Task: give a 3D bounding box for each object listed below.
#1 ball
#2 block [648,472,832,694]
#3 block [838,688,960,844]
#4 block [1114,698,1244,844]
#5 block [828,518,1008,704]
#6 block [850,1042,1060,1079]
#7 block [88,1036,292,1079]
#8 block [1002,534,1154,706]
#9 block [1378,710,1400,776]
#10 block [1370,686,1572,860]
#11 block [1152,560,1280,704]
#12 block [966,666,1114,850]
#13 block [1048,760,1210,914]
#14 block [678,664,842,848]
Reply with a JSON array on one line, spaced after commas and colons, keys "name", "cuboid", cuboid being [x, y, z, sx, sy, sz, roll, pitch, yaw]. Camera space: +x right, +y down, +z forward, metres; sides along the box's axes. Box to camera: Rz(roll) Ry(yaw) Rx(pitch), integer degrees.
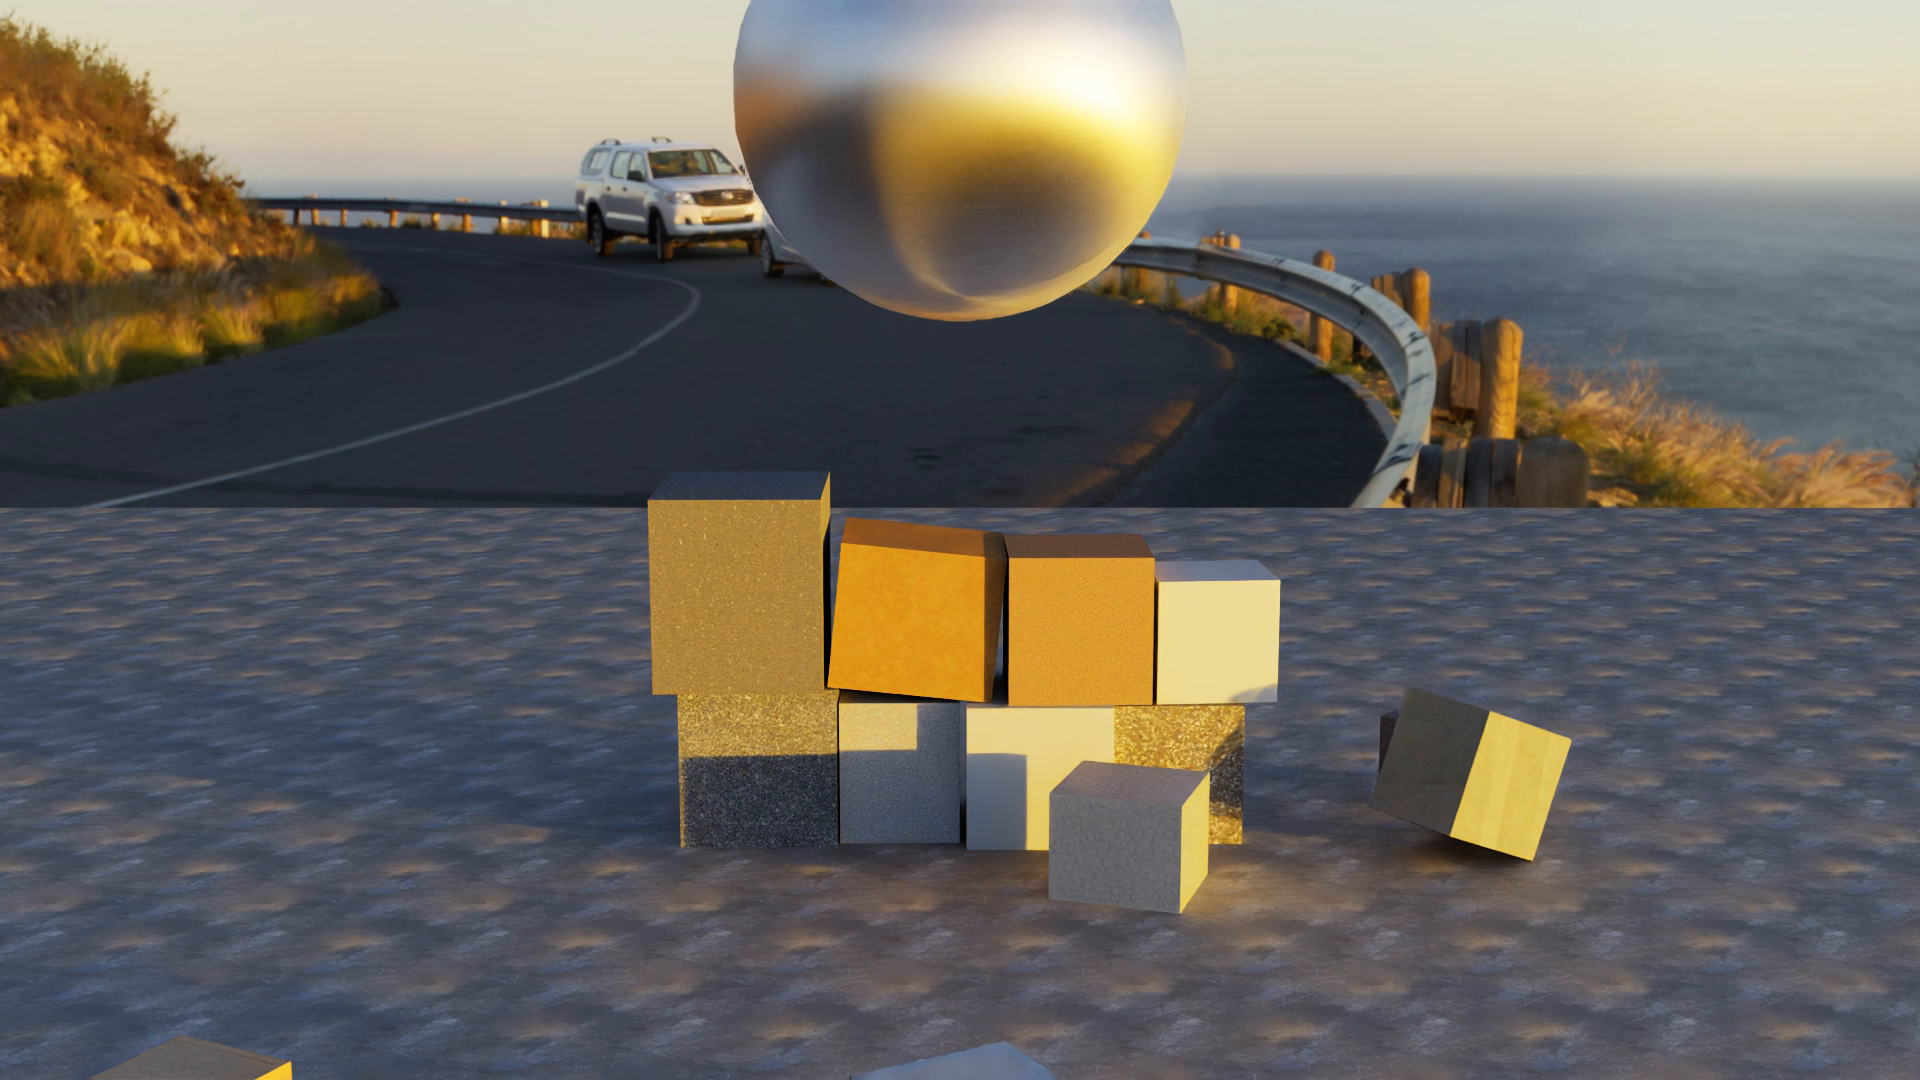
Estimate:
[{"name": "ball", "cuboid": [0.000, -1.573, 7.739, 1.600, 1.600, 1.600, 0, 10, 0]}, {"name": "block", "cuboid": [-1.101, 0.200, 11.216, 0.837, 0.972, 0.931, 0, 10, -1]}, {"name": "block", "cuboid": [-0.304, 1.114, 11.400, 0.604, 0.729, 0.690, 0, 10, 0]}, {"name": "block", "cuboid": [1.097, 1.122, 11.389, 0.653, 0.718, 0.689, 0, 10, 0]}, {"name": "block", "cuboid": [-0.219, 0.347, 11.288, 0.822, 0.735, 0.753, 6, 10, -2]}, {"name": "block", "cuboid": [0.054, 2.011, 6.913, 0.573, 0.570, 0.631, -6, 12, -28]}, {"name": "block", "cuboid": [-2.525, 1.990, 7.142, 0.485, 0.528, 0.508, 5, 12, 26]}, {"name": "block", "cuboid": [0.592, 0.397, 11.211, 0.717, 0.746, 0.662, 0, 10, -1]}, {"name": "block", "cuboid": [2.563, 1.165, 11.892, 0.425, 0.452, 0.420, 9, 14, 42]}, {"name": "block", "cuboid": [2.536, 1.158, 10.937, 0.605, 0.631, 0.571, 19, -1, -33]}, {"name": "block", "cuboid": [1.271, 0.464, 11.251, 0.609, 0.625, 0.538, -1, 10, -5]}, {"name": "block", "cuboid": [0.400, 1.116, 11.384, 0.732, 0.731, 0.873, 0, 10, 0]}, {"name": "block", "cuboid": [0.808, 1.398, 10.440, 0.631, 0.514, 0.586, 3, 11, 18]}, {"name": "block", "cuboid": [-1.010, 1.074, 11.391, 0.789, 0.811, 0.814, 0, 10, 0]}]
